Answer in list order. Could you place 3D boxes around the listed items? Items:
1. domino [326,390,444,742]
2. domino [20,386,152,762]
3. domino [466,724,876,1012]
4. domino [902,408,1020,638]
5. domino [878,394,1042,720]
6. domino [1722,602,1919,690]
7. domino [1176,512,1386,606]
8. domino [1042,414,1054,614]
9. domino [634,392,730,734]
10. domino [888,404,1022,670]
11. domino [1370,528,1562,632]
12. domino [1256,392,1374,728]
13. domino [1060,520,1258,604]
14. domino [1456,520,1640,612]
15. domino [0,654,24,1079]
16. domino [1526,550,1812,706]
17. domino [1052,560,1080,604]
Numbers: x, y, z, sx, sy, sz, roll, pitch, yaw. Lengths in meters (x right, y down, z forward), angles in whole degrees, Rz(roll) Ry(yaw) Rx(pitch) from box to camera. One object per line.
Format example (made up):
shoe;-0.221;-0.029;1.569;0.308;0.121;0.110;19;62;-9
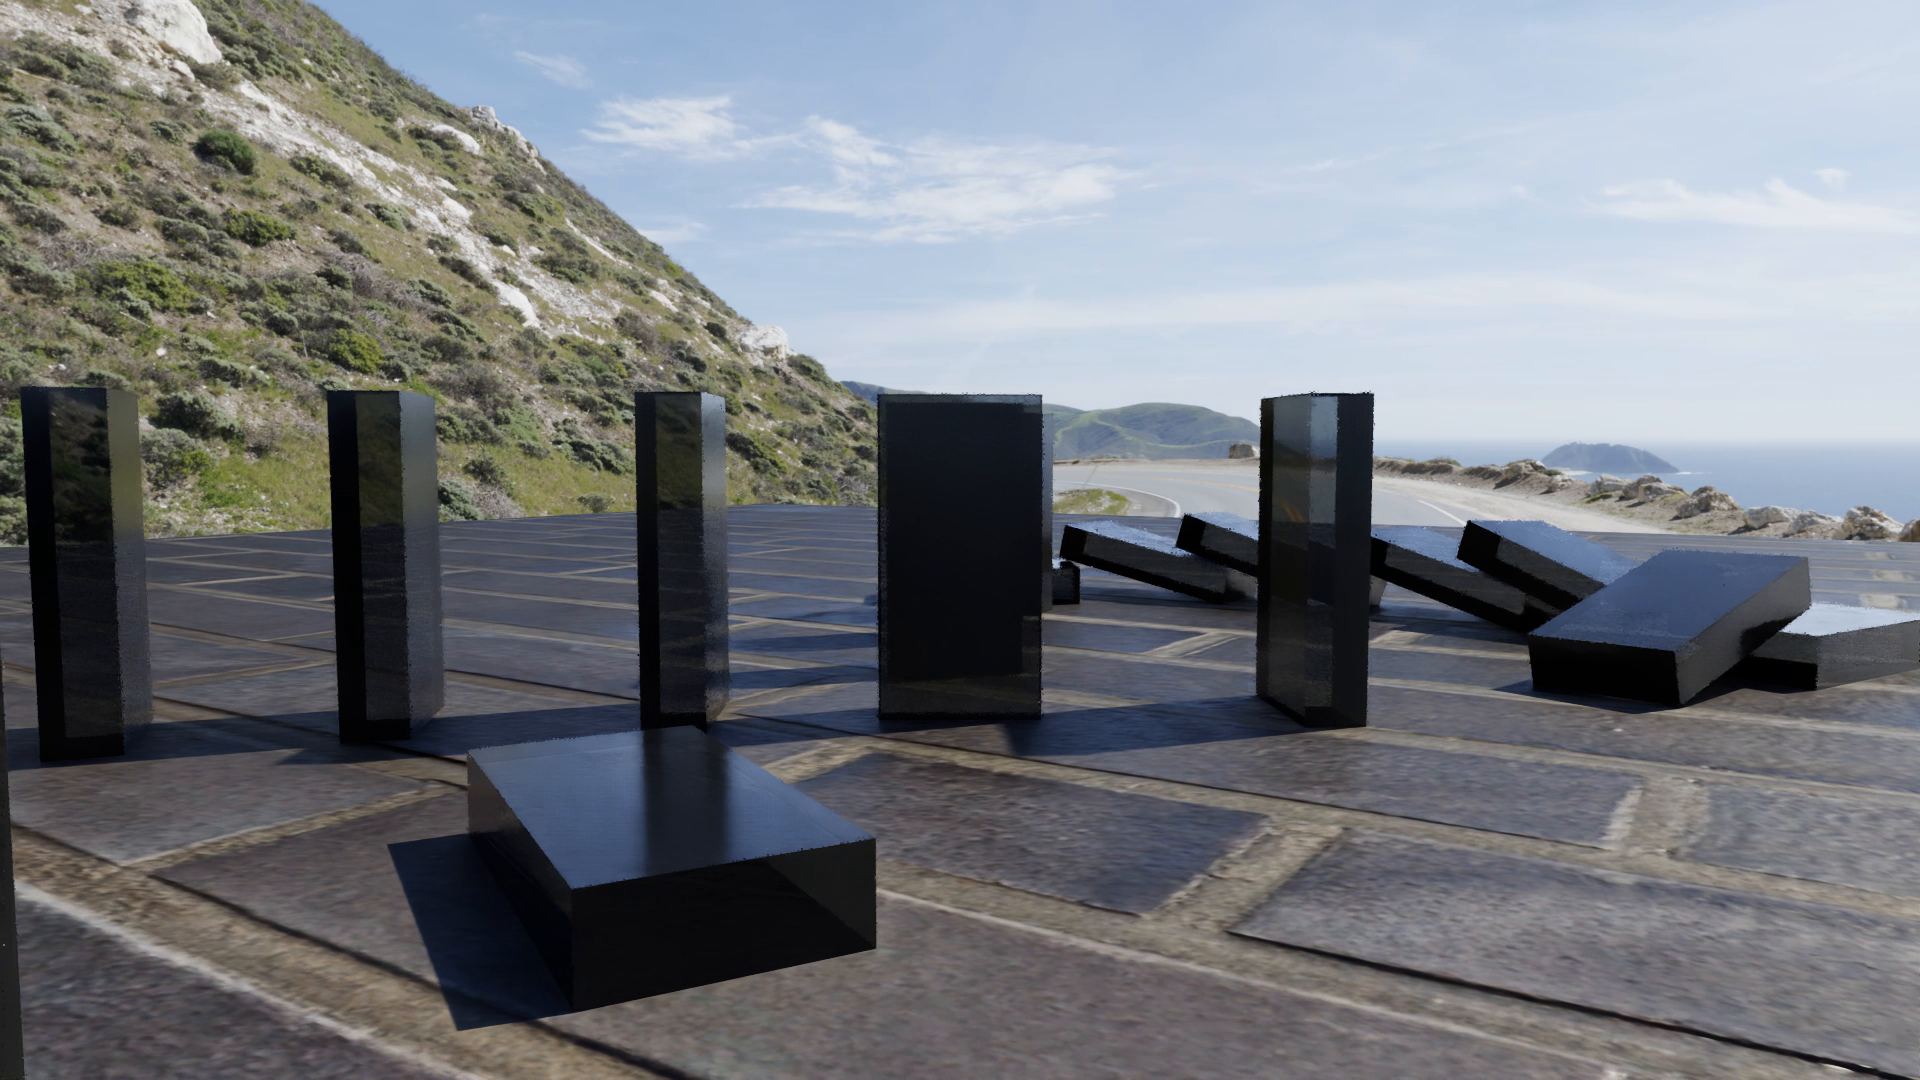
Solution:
domino;-0.086;0.003;0.194;0.010;0.050;0.025;-1;4;-11
domino;-0.124;0.004;0.183;0.010;0.050;0.025;-2;5;-24
domino;-0.030;0.029;0.124;0.025;0.010;0.050;-2;5;-29
domino;0.000;-0.004;0.285;0.025;0.050;0.009;1;4;7
domino;0.000;0.002;0.201;0.025;0.050;0.010;0;4;0
domino;0.162;0.019;0.245;0.050;0.009;0.025;-3;5;-32
domino;0.087;0.005;0.346;0.050;0.009;0.025;23;16;35
domino;0.010;-0.007;0.328;0.025;0.050;0.009;2;5;22
domino;-0.043;0.003;0.199;0.010;0.050;0.025;0;4;-3
domino;-0.001;-0.001;0.244;0.025;0.050;0.009;0;4;-1
domino;0.124;0.009;0.316;0.025;0.010;0.050;-3;18;-31
domino;0.056;0.002;0.204;0.009;0.050;0.025;0;4;-4
domino;0.056;0.006;0.362;0.050;0.009;0.025;17;13;32
domino;0.140;0.009;0.288;0.025;0.010;0.050;0;21;-26
domino;-0.049;0.014;0.047;0.010;0.050;0.025;0;4;2
domino;0.127;0.014;0.229;0.050;0.009;0.025;-20;14;-33
domino;0.006;0.011;0.352;0.050;0.009;0.025;0;4;-2
